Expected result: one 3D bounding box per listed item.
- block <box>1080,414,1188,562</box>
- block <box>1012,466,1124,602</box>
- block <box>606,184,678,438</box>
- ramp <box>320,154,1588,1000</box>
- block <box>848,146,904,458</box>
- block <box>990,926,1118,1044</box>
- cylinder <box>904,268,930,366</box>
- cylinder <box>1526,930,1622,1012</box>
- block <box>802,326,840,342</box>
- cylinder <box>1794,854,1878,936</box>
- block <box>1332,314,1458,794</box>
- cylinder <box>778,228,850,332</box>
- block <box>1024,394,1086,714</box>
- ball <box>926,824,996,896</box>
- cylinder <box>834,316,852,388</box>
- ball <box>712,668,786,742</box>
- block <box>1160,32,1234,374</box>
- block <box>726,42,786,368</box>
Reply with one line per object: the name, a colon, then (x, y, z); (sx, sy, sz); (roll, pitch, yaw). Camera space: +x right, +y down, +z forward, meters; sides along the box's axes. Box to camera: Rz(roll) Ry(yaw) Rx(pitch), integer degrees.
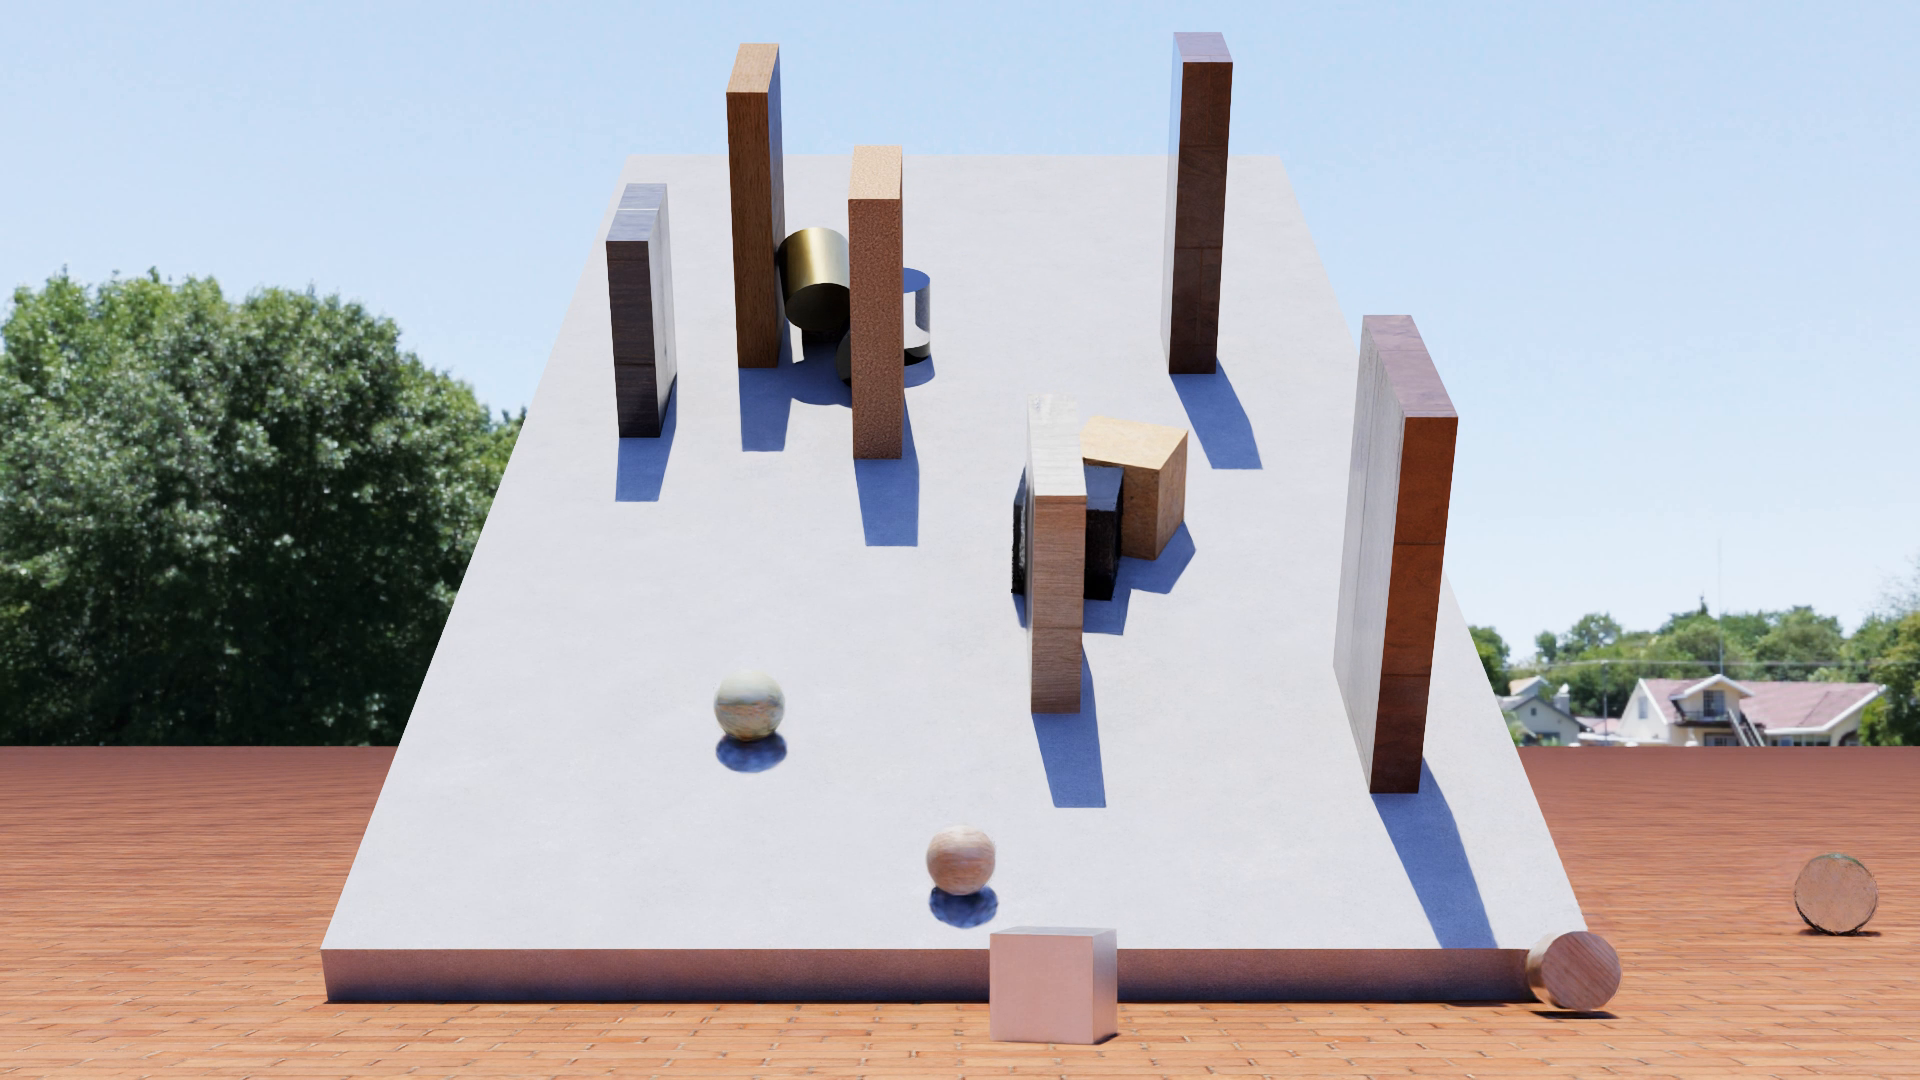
block: (0.342, -0.111, 4.960); (0.210, 0.210, 0.210); (10, 29, 19)
block: (0.219, -0.019, 4.791); (0.201, 0.201, 0.201); (4, 27, 8)
block: (-0.733, -0.535, 5.492); (0.093, 0.475, 0.393); (0, 27, 0)
ramp: (-0.011, -0.226, 5.524); (2.000, 0.100, 4.000); (0, 27, 0)
block: (-0.186, -0.539, 5.353); (0.109, 0.611, 0.372); (0, 27, 0)
block: (0.132, 0.618, 3.306); (0.146, 0.146, 0.146); (-1, -5, 17)
cylinder: (-0.167, -0.550, 5.838); (0.190, 0.190, 0.190); (0, 27, 0)
cylinder: (0.920, 0.647, 3.563); (0.117, 0.117, 0.117); (0, -10, 2)
block: (-0.317, -0.602, 5.972); (0.159, 0.159, 0.159); (0, 27, 0)
cylinder: (1.871, 0.756, 5.069); (0.164, 0.164, 0.164); (-2, -5, 20)
block: (0.753, 0.021, 4.151); (0.085, 0.715, 0.441); (0, 27, 0)
cylinder: (-0.345, -0.631, 5.753); (0.178, 0.178, 0.178); (-7, -35, -5)
block: (0.175, 0.019, 4.448); (0.090, 0.445, 0.442); (0, 27, 0)
ball: (0.001, 0.516, 3.838); (0.114, 0.114, 0.114); (0, -5, 0)
cylinder: (-0.218, -0.457, 5.693); (0.155, 0.155, 0.155); (0, 27, 1)
ball: (-0.377, 0.296, 4.250); (0.131, 0.131, 0.131); (0, -5, 0)
block: (0.564, -0.806, 5.703); (0.115, 0.772, 0.258); (0, 27, 0)
block: (-0.494, -0.823, 5.822); (0.096, 0.689, 0.423); (0, 27, 0)
